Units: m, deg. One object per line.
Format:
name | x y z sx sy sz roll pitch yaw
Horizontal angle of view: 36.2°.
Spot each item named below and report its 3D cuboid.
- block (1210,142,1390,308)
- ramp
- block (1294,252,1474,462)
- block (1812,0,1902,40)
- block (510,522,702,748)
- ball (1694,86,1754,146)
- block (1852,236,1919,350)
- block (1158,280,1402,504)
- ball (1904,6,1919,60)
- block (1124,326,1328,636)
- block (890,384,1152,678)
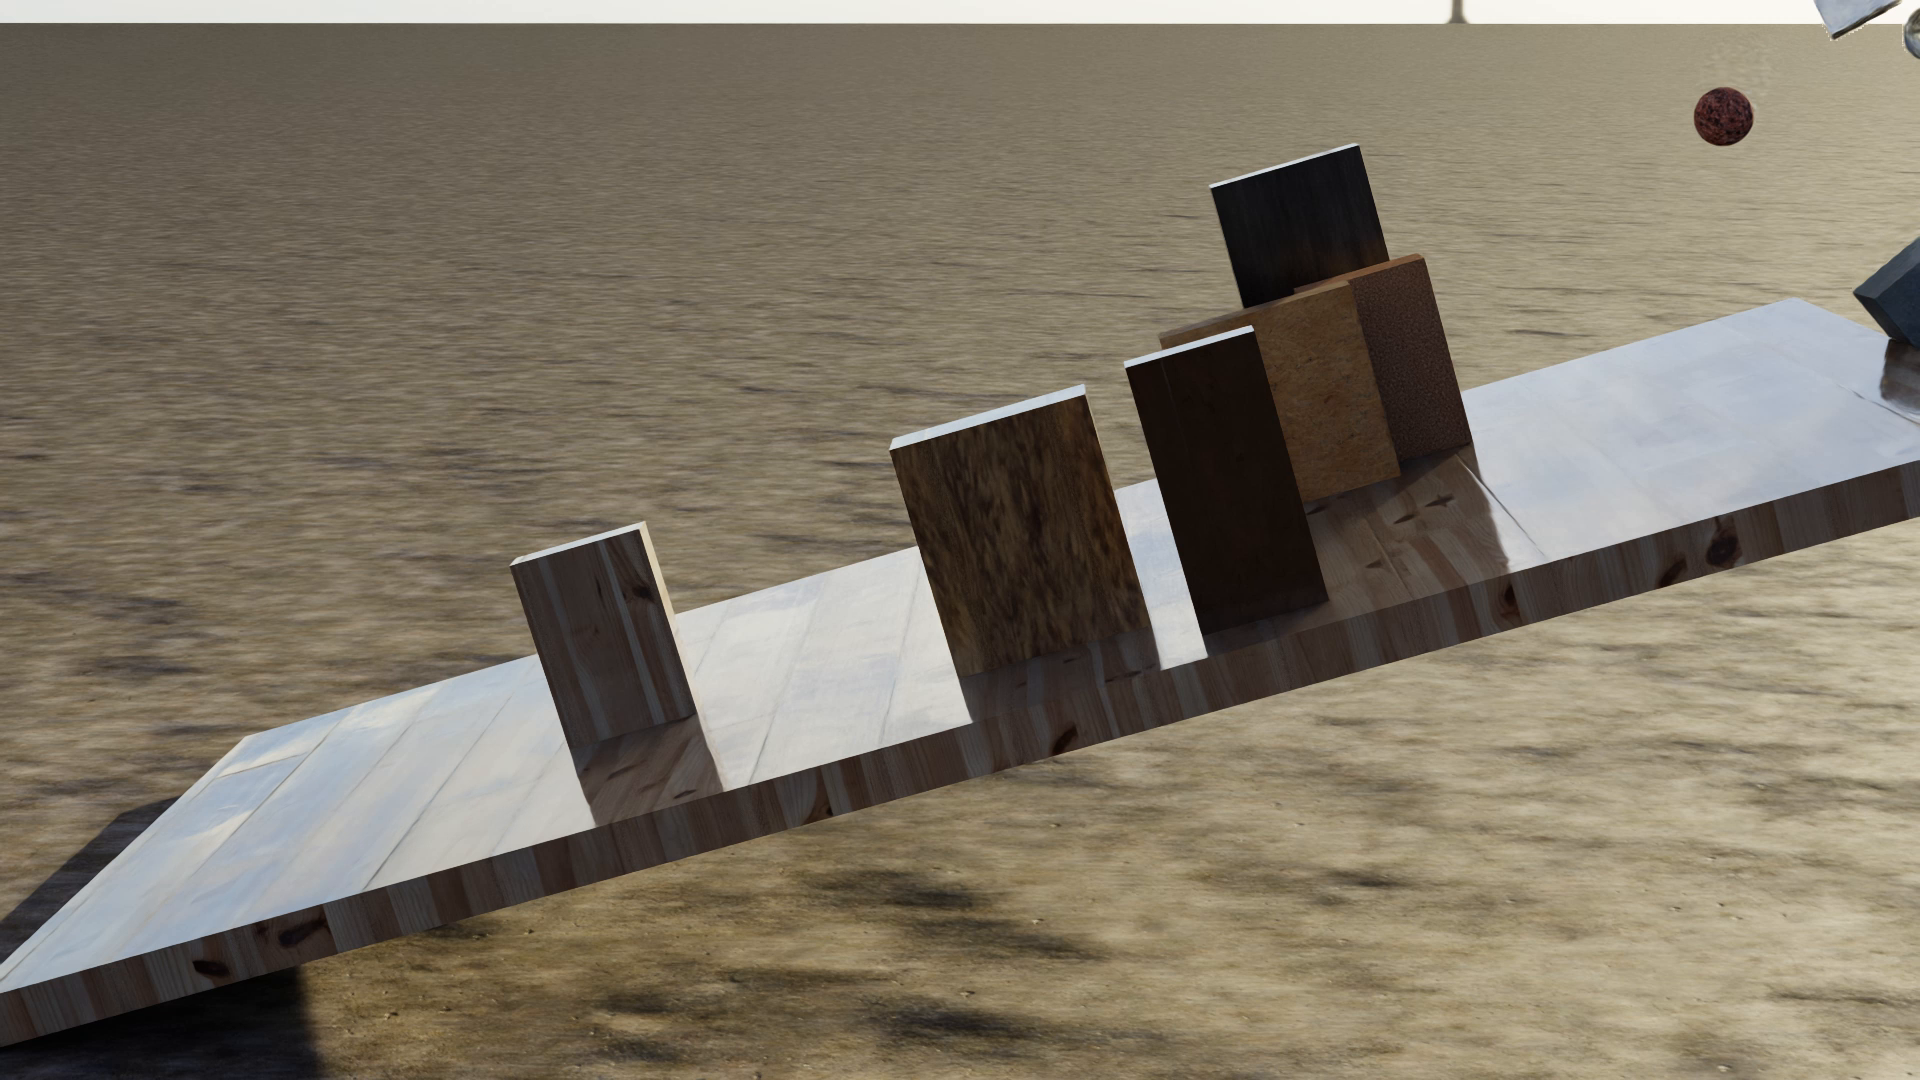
block | 0.847 -0.552 6.895 0.353 0.675 0.096 -16 10 5
ramp | 0.090 0.187 6.320 4.000 0.100 2.000 -16 10 5
block | 0.946 -0.393 6.579 0.287 0.425 0.127 -16 10 5
block | 1.753 -1.090 5.795 0.146 0.146 0.146 -28 -4 19
block | -0.736 0.199 6.136 0.282 0.406 0.087 -16 10 5
ball | 1.570 -0.870 6.043 0.121 0.121 0.121 0 11 0
block | 2.050 -0.507 6.214 0.199 0.199 0.199 -41 4 8
block | 0.698 -0.297 6.430 0.425 0.434 0.098 -16 10 5
ball | 2.000 -1.040 6.030 0.126 0.126 0.126 0 11 0
block | 0.495 -0.110 5.460 0.245 0.523 0.090 -16 10 5
block | 0.120 -0.018 5.737 0.390 0.468 0.150 -16 10 5
